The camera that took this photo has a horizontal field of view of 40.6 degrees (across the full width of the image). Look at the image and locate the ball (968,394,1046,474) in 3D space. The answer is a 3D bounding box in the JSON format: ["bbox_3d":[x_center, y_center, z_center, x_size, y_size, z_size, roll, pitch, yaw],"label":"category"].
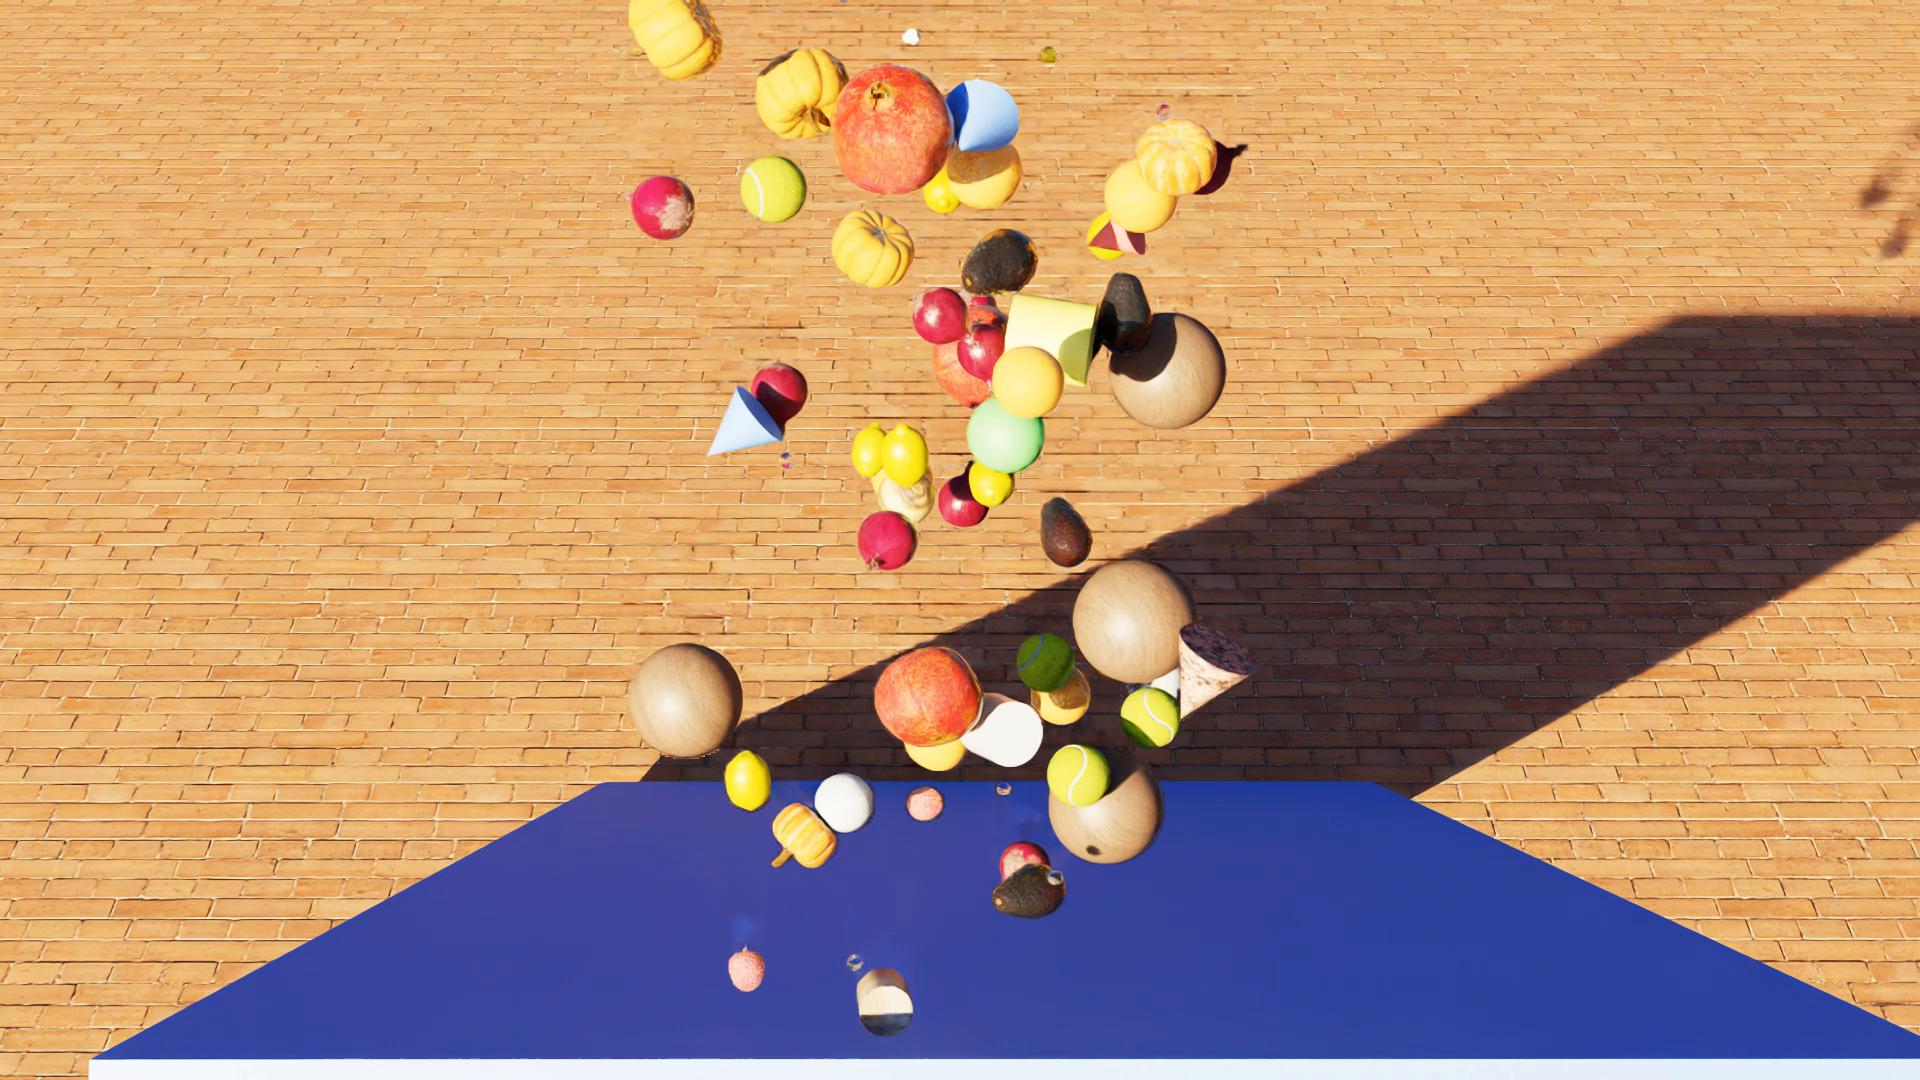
[{"bbox_3d":[0.048,-0.111,2.704,0.082,0.082,0.082,0,33,0],"label":"ball"}]

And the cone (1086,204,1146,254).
[{"bbox_3d":[0.150,-0.302,2.594,0.054,0.054,0.054,-17,26,25],"label":"cone"}]

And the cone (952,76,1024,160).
[{"bbox_3d":[0.011,-0.365,2.330,0.071,0.071,0.071,14,55,20],"label":"cone"}]

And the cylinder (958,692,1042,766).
[{"bbox_3d":[0.044,0.209,2.875,0.072,0.072,0.072,-14,11,-20],"label":"cylinder"}]

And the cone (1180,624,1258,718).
[{"bbox_3d":[0.244,0.147,2.638,0.087,0.087,0.087,22,23,-10],"label":"cone"}]

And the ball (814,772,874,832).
[{"bbox_3d":[-0.133,0.301,2.976,0.068,0.068,0.068,0,33,0],"label":"ball"}]

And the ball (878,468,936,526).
[{"bbox_3d":[-0.058,-0.048,2.815,0.063,0.063,0.063,0,33,0],"label":"ball"}]

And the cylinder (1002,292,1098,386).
[{"bbox_3d":[0.096,-0.212,2.739,0.087,0.087,0.087,9,34,6],"label":"cylinder"}]

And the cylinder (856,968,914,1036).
[{"bbox_3d":[-0.085,0.519,2.910,0.059,0.059,0.059,-4,8,-7],"label":"cylinder"}]

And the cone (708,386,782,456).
[{"bbox_3d":[-0.232,-0.108,2.653,0.071,0.071,0.071,-38,34,10],"label":"cone"}]

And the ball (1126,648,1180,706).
[{"bbox_3d":[0.237,0.167,3.155,0.072,0.072,0.072,0,33,0],"label":"ball"}]

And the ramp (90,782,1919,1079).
[{"bbox_3d":[0.073,0.641,4.757,2.000,0.100,4.000,0,-1,0],"label":"ramp"}]
